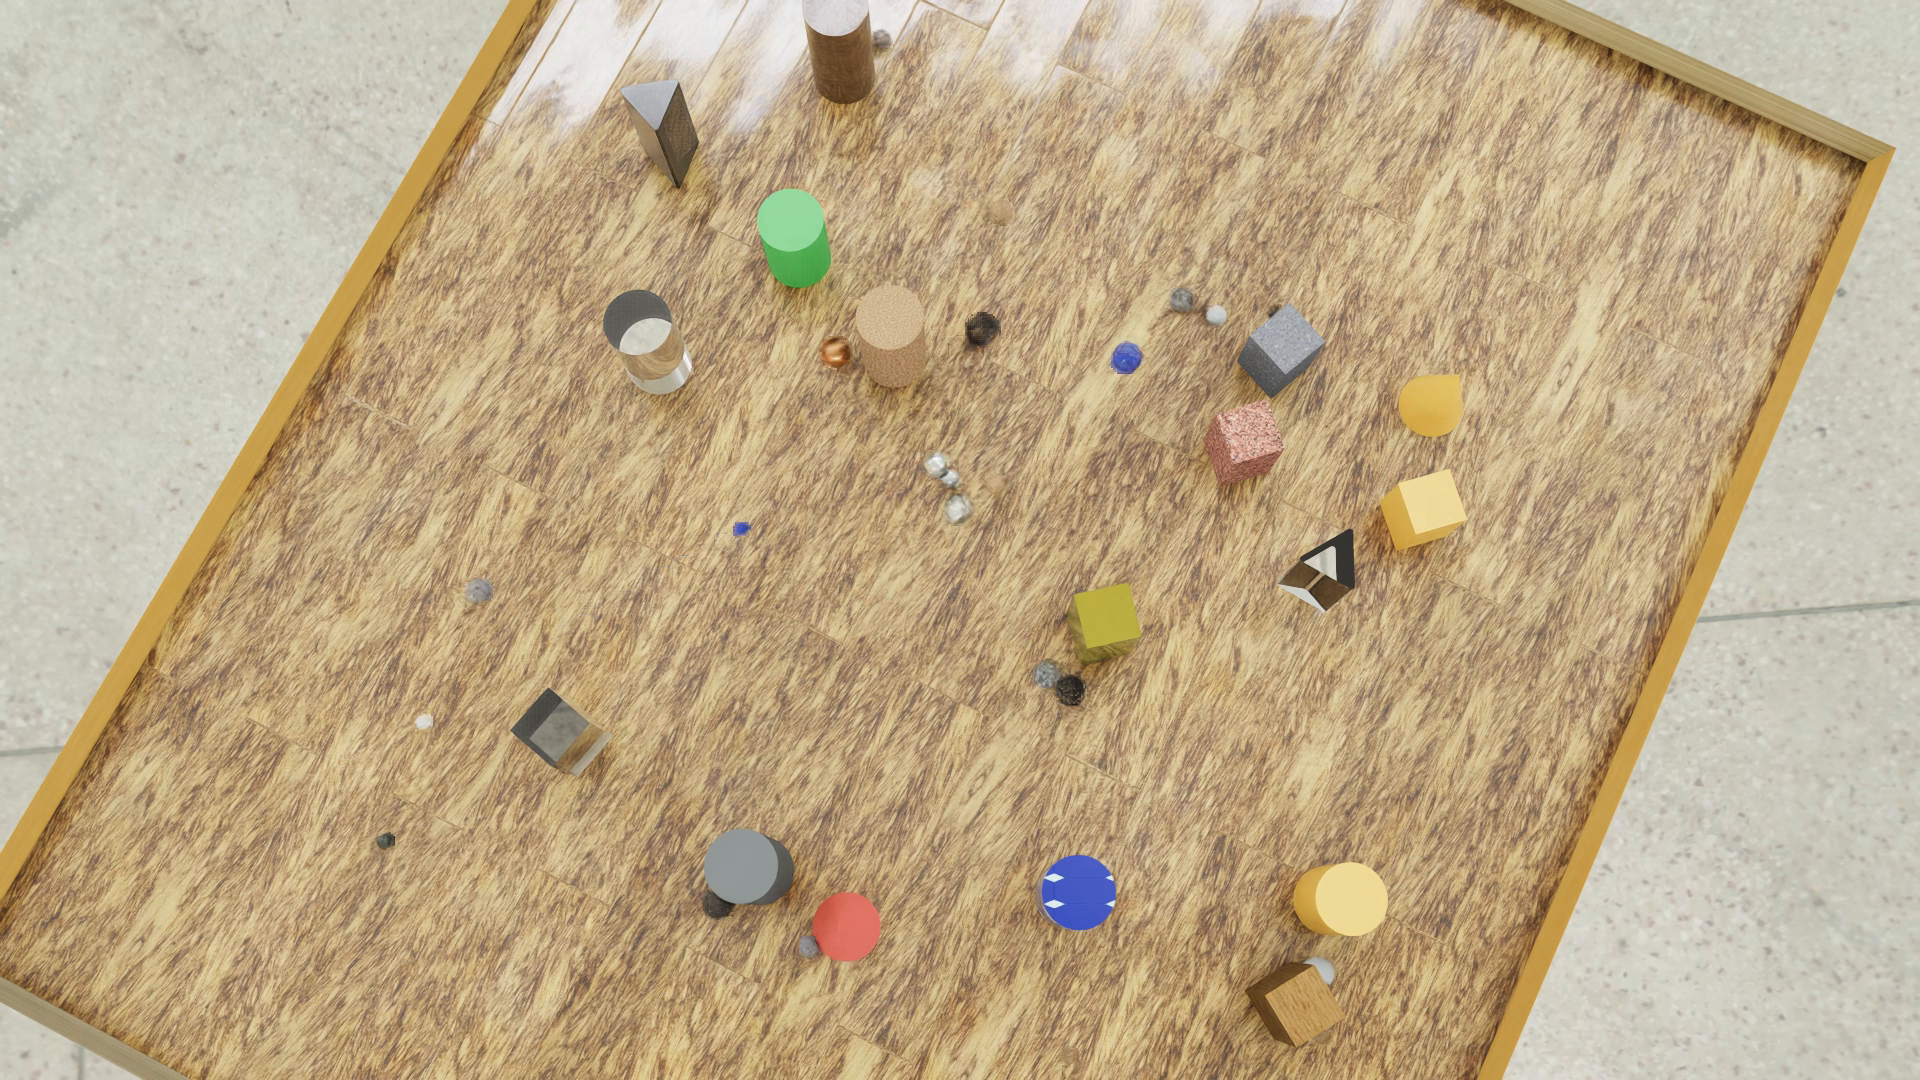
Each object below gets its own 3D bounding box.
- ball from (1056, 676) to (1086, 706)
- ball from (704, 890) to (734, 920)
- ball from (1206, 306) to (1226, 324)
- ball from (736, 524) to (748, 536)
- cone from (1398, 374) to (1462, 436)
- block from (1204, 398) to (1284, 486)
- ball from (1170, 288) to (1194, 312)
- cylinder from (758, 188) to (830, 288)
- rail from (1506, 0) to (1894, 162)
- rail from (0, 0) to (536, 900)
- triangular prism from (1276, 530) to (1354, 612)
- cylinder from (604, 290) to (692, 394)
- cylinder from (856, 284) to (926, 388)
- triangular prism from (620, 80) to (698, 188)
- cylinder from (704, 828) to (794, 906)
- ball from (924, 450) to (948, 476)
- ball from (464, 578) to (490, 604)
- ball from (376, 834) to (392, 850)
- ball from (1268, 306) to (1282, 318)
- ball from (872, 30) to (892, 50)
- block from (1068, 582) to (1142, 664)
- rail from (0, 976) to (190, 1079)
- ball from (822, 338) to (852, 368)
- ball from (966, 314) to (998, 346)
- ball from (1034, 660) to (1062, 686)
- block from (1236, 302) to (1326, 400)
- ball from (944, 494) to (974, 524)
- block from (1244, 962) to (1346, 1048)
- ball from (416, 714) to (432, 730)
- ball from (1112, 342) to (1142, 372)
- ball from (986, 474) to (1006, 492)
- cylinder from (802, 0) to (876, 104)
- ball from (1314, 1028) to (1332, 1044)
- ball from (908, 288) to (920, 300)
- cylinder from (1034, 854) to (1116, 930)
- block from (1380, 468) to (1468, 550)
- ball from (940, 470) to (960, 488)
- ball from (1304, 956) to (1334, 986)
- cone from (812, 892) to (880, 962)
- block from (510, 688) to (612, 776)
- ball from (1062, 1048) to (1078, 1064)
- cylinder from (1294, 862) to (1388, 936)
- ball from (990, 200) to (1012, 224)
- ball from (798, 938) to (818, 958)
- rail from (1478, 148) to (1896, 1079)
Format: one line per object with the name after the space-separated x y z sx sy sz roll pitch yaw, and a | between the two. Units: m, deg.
0.331 0.451 5.471 0.090 0.090 0.090 0 78 0 | ball
-0.705 1.063 5.351 0.089 0.089 0.089 0 78 0 | ball
0.803 -0.704 5.731 0.061 0.061 0.061 0 78 0 | ball
-0.667 -0.031 5.602 0.041 0.041 0.041 0 78 0 | ball
1.465 -0.452 5.539 0.200 0.336 0.200 0 78 0 | cone
0.854 -0.290 5.529 0.160 0.289 0.160 -17 79 -3 | block
0.695 -0.753 5.735 0.074 0.074 0.074 0 78 0 | ball
-0.508 -0.926 5.645 0.200 0.320 0.200 0 78 0 | cylinder
1.075 -2.099 5.984 4.132 0.130 0.045 26 80 5 | rail
-1.827 -0.887 5.733 0.045 0.130 4.856 26 80 5 | rail
1.078 0.072 5.400 0.173 0.395 0.150 30 80 6 | triangular prism
-0.938 -0.592 5.530 0.200 0.410 0.200 0 78 0 | cylinder
-0.205 -0.612 5.546 0.200 0.387 0.200 0 78 0 | cylinder
-0.896 -1.278 5.656 0.150 0.441 0.173 -40 81 -8 | triangular prism
-0.589 0.927 5.173 0.200 0.493 0.200 0 78 0 | cylinder
-0.073 -0.235 5.600 0.077 0.077 0.077 0 78 0 | ball
-1.461 0.155 5.545 0.078 0.078 0.078 0 78 0 | ball
-1.699 0.890 5.409 0.045 0.045 0.045 0 78 0 | ball
0.989 -0.706 5.737 0.050 0.050 0.050 0 78 0 | ball
-0.255 -1.615 5.917 0.067 0.067 0.067 0 78 0 | ball
0.421 0.250 5.388 0.160 0.346 0.160 -12 79 -3 | block
-1.075 2.113 5.112 4.132 0.130 0.045 26 80 5 | rail
-0.384 -0.582 5.690 0.092 0.092 0.092 0 78 0 | ball
0.069 -0.653 5.701 0.100 0.100 0.100 0 78 0 | ball
0.264 0.401 5.493 0.080 0.080 0.080 0 78 0 | ball
0.978 -0.576 5.601 0.160 0.264 0.160 -39 81 -7 | block
-0.002 -0.095 5.589 0.092 0.092 0.092 0 78 0 | ball
0.939 1.304 5.159 0.160 0.367 0.160 -30 80 -6 | block
-1.605 0.544 5.481 0.045 0.045 0.045 0 78 0 | ball
0.519 -0.567 5.686 0.094 0.094 0.094 0 78 0 | ball
0.110 -0.177 5.624 0.057 0.057 0.057 0 78 0 | ball
-0.373 -1.549 5.700 0.200 0.465 0.200 0 78 0 | cylinder
1.047 1.428 5.295 0.051 0.051 0.051 0 78 0 | ball
-0.172 -0.737 5.720 0.097 0.097 0.097 0 78 0 | ball
0.320 0.997 5.165 0.200 0.480 0.200 0 78 0 | cylinder
1.390 -0.088 5.510 0.160 0.245 0.160 -16 79 -3 | block
-0.029 -0.188 5.625 0.059 0.059 0.059 0 78 0 | ball
1.038 1.253 5.310 0.092 0.092 0.092 0 78 0 | ball
-0.333 1.099 5.201 0.200 0.368 0.200 0 78 0 | cone
-1.151 0.561 5.318 0.160 0.357 0.160 39 81 7 | block
0.317 1.489 5.285 0.046 0.046 0.046 0 78 0 | ball
1.081 1.026 5.228 0.200 0.345 0.200 0 78 0 | cylinder
0.132 -1.037 5.796 0.070 0.070 0.070 0 78 0 | ball
-0.441 1.188 5.340 0.060 0.060 0.060 0 78 0 | ball
1.827 0.901 5.363 0.045 0.130 4.856 26 80 5 | rail
